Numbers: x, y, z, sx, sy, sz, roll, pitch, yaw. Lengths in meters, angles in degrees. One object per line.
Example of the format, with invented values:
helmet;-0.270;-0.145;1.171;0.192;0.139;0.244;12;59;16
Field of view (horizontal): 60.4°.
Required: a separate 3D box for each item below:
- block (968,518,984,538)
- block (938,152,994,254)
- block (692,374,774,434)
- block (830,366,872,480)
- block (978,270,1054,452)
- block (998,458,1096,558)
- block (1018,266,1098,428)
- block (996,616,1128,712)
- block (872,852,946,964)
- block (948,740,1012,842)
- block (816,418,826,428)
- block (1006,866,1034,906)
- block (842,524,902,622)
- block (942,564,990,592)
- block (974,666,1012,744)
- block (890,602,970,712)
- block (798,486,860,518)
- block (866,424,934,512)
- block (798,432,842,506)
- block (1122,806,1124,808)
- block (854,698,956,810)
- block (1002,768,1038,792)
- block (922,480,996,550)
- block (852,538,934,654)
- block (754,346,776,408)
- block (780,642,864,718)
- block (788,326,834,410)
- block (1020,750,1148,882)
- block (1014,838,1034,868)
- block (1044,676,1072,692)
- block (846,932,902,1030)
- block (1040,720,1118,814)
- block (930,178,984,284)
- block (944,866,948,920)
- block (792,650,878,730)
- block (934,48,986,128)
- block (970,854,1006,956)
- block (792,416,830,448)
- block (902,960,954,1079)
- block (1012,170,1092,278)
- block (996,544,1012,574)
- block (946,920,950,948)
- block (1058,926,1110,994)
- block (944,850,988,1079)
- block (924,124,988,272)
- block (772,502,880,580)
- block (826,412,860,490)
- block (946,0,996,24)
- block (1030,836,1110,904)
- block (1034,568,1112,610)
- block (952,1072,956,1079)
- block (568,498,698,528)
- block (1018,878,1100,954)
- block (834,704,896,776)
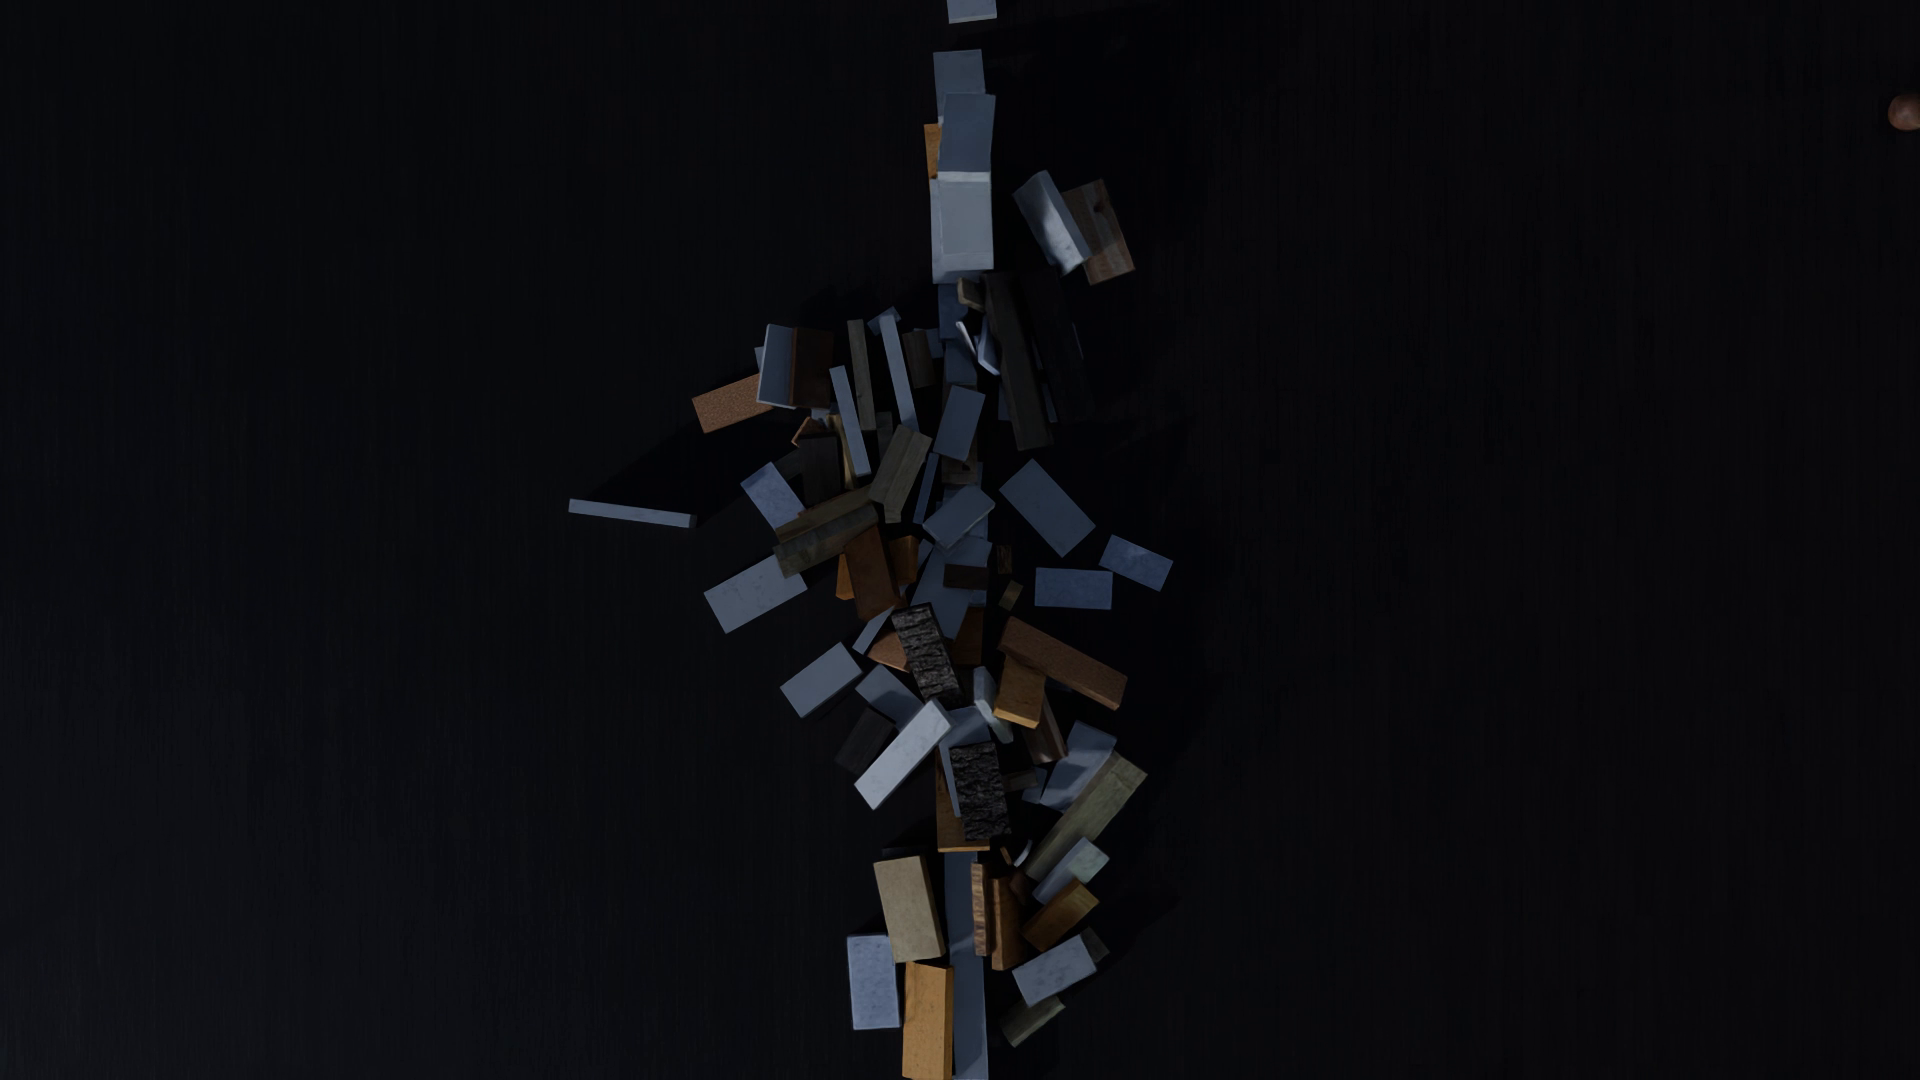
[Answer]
block;0.054;-0.055;5.379;0.047;0.013;0.095;4;64;-2
block;0.017;-1.083;5.277;0.160;0.045;0.320;-4;105;-1
block;-0.751;-0.453;5.467;0.247;0.035;0.123;-20;90;7
block;-0.355;-0.380;5.379;0.050;0.176;0.353;-14;87;-2
block;0.186;-0.588;5.409;0.130;0.037;0.587;-13;90;-38
block;0.289;-0.106;5.478;0.155;0.044;0.310;-43;90;0
block;0.323;-0.637;5.437;0.126;0.036;0.516;-16;93;-7
block;0.337;0.403;5.404;0.443;0.036;0.127;28;47;-6
block;-0.165;1.206;5.406;0.168;0.048;0.336;-13;88;21
block;0.064;0.802;5.273;0.149;0.042;0.299;-11;88;-1
block;-0.465;-0.321;5.455;0.075;0.021;0.150;-27;107;-22
block;0.200;1.143;5.439;0.065;0.018;0.130;-59;134;-34
block;-0.284;0.106;5.317;0.146;0.041;0.292;-32;51;22
block;0.020;0.120;5.312;0.144;0.020;0.072;6;72;1
block;0.108;0.536;5.345;0.037;0.261;0.131;-14;48;16
block;-0.095;0.380;5.265;0.131;0.037;0.371;-14;111;18
block;-0.425;-0.096;5.418;0.223;0.112;0.032;-24;71;-13
block;-0.194;-0.232;5.299;0.121;0.034;0.258;24;90;-3
block;-0.458;-0.232;5.417;0.123;0.035;0.247;-6;121;-5
block;0.486;0.860;5.492;0.059;0.017;0.118;-43;90;0
block;-0.181;0.699;5.361;0.110;0.031;0.455;51;120;18
block;0.196;0.800;5.480;0.118;0.017;0.059;-13;85;9
block;-0.003;-0.081;5.355;0.112;0.032;0.223;42;69;15
block;-0.218;0.182;5.404;0.042;0.149;0.422;33;90;-2
block;-0.613;-0.548;5.486;0.099;0.028;0.203;-12;90;0
block;-0.457;0.464;5.466;0.253;0.036;0.126;-37;77;1
block;-0.489;-0.565;5.440;0.130;0.037;0.260;6;82;-25
block;0.409;0.924;5.428;0.146;0.041;0.498;36;94;-35
block;0.208;1.030;5.430;0.018;0.130;0.065;40;100;2
block;0.264;0.422;5.483;0.242;0.034;0.121;12;90;0
block;-0.286;1.462;5.473;0.154;0.044;0.308;-4;90;4
block;0.391;0.762;5.459;0.149;0.042;0.299;24;96;3
block;-0.009;-1.011;5.392;0.169;0.048;0.338;-2;105;-2
block;0.000;1.151;5.456;0.103;0.029;0.205;0;90;0
block;-0.413;0.499;5.490;0.328;0.020;0.072;-42;90;0
block;0.001;-1.478;5.389;0.160;0.045;0.320;-4;55;0
block;0.099;1.200;5.425;0.042;0.149;0.299;-3;90;31
block;-0.449;-0.309;5.437;0.199;0.028;0.099;37;79;-25
block;-0.105;1.586;5.431;0.168;0.048;0.383;1;90;36
block;0.302;-1.036;5.421;0.045;0.159;0.319;-28;90;-33
block;0.148;0.065;5.493;0.047;0.013;0.094;-3;90;0
block;0.002;1.251;5.485;0.103;0.029;0.205;0;90;0
block;0.380;1.391;5.472;0.216;0.031;0.108;-40;76;0
block;0.024;1.445;5.427;0.108;0.031;0.942;-3;90;0
block;-0.012;-1.121;5.413;0.169;0.048;0.486;-5;105;-1
block;-0.431;0.003;5.384;0.353;0.176;0.050;-25;71;-8
block;-0.385;-0.291;5.413;0.021;0.075;0.256;-20;104;-26
block;-0.025;-2.315;5.477;0.159;0.045;1.177;-7;90;0
block;0.366;1.109;5.447;0.257;0.036;0.129;-47;127;0
block;0.375;0.160;5.462;0.254;0.036;0.127;3;90;0
block;0.034;2.508;5.478;0.154;0.044;1.477;-2;90;0
block;-1.072;-0.087;5.423;0.393;0.155;0.044;7;90;0
block;0.328;1.241;5.447;0.257;0.036;0.129;-43;127;0
block;-0.315;0.666;5.462;0.110;0.031;0.220;32;102;0
